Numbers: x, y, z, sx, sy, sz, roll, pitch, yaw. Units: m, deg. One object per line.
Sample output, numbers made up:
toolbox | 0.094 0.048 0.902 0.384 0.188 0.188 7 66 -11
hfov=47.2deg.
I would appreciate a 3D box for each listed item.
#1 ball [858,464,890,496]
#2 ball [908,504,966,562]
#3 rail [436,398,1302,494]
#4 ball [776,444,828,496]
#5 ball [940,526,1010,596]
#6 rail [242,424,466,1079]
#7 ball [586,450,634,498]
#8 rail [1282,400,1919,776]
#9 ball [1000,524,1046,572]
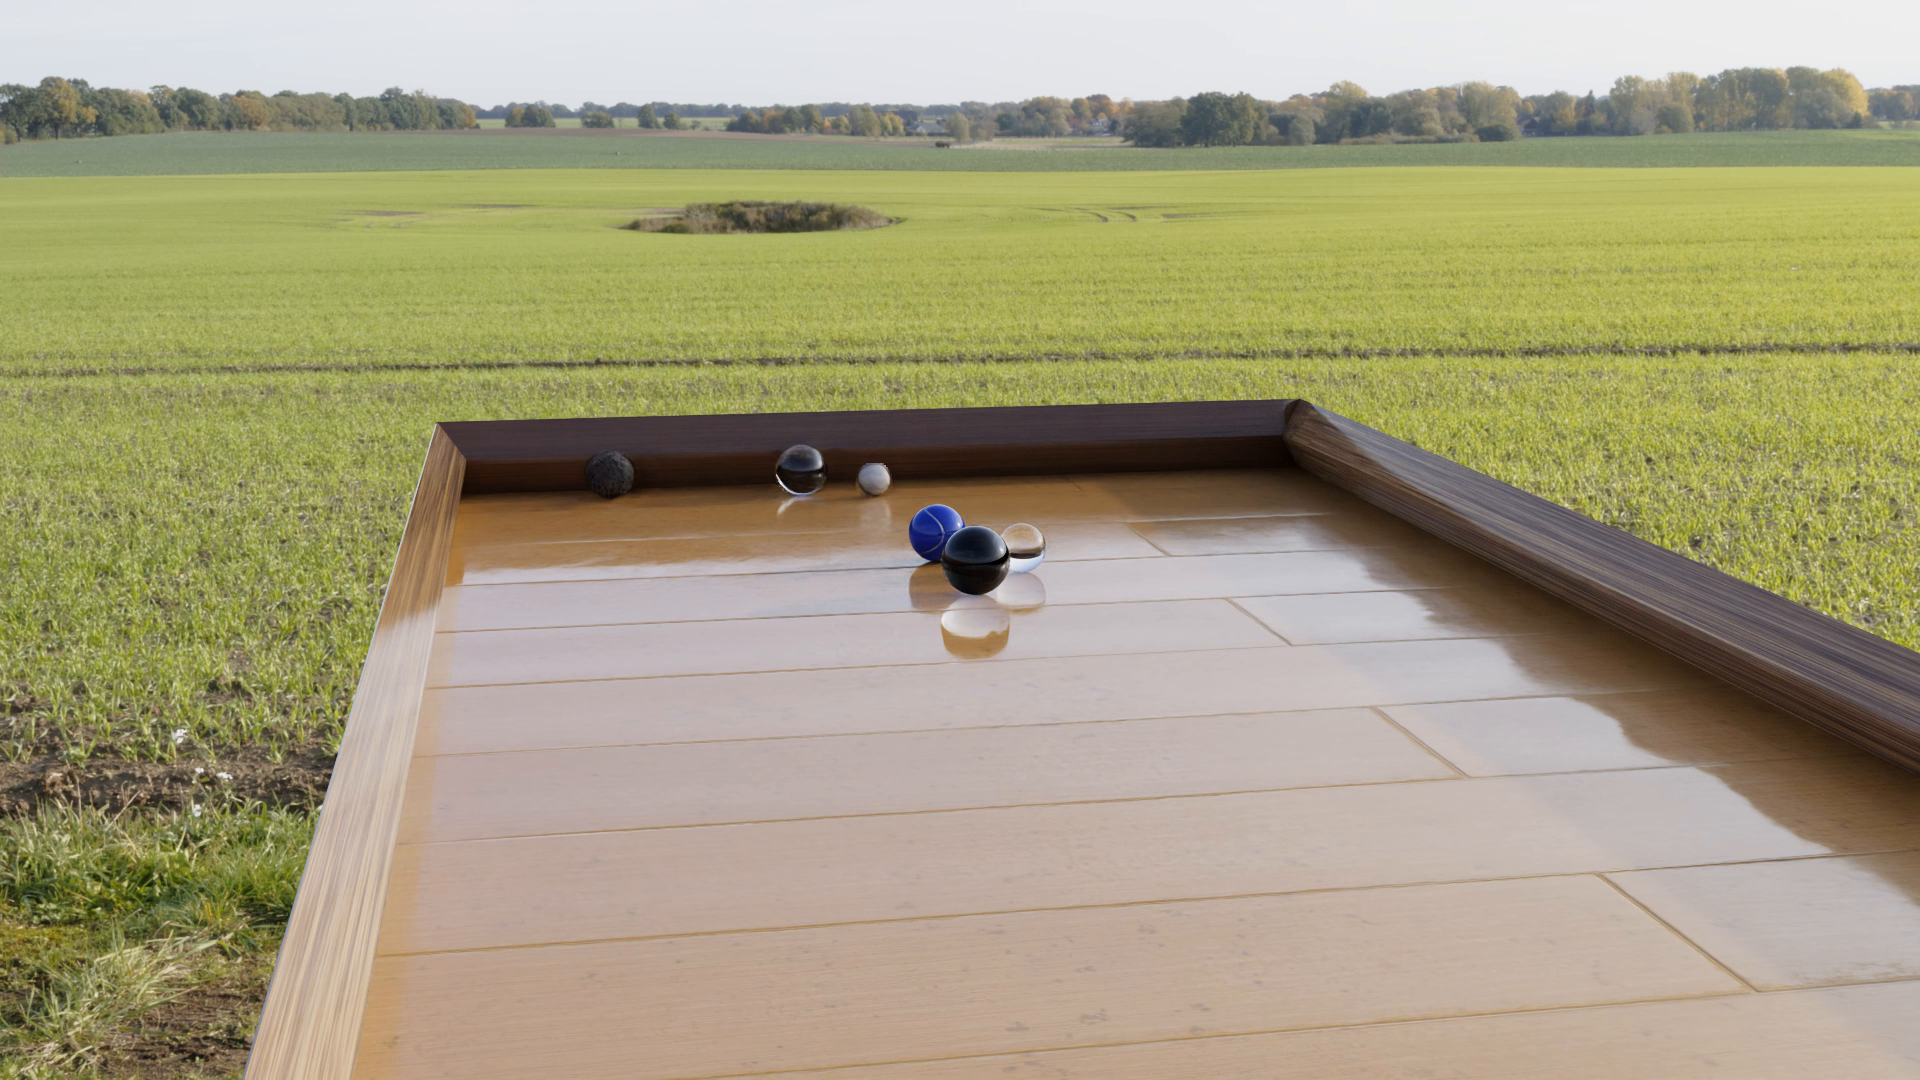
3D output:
ball | -0.135 -0.094 3.443 0.050 0.050 0.050 0 12 0
ball | -0.031 -0.009 2.965 0.078 0.078 0.078 0 12 0
rail | -0.119 -0.150 3.548 1.415 0.114 0.045 -2 12 -10
ball | -0.248 -0.110 3.442 0.081 0.081 0.081 0 12 0
ball | 0.020 0.026 2.771 0.088 0.088 0.088 0 12 0
rail | -0.548 0.136 2.168 0.045 0.114 2.658 -2 12 -10
ball | -0.544 -0.102 3.419 0.074 0.074 0.074 0 12 0
rail | 0.795 0.085 2.416 0.045 0.114 2.658 -2 12 -10
ball | 0.081 0.010 2.900 0.066 0.066 0.066 0 12 0
